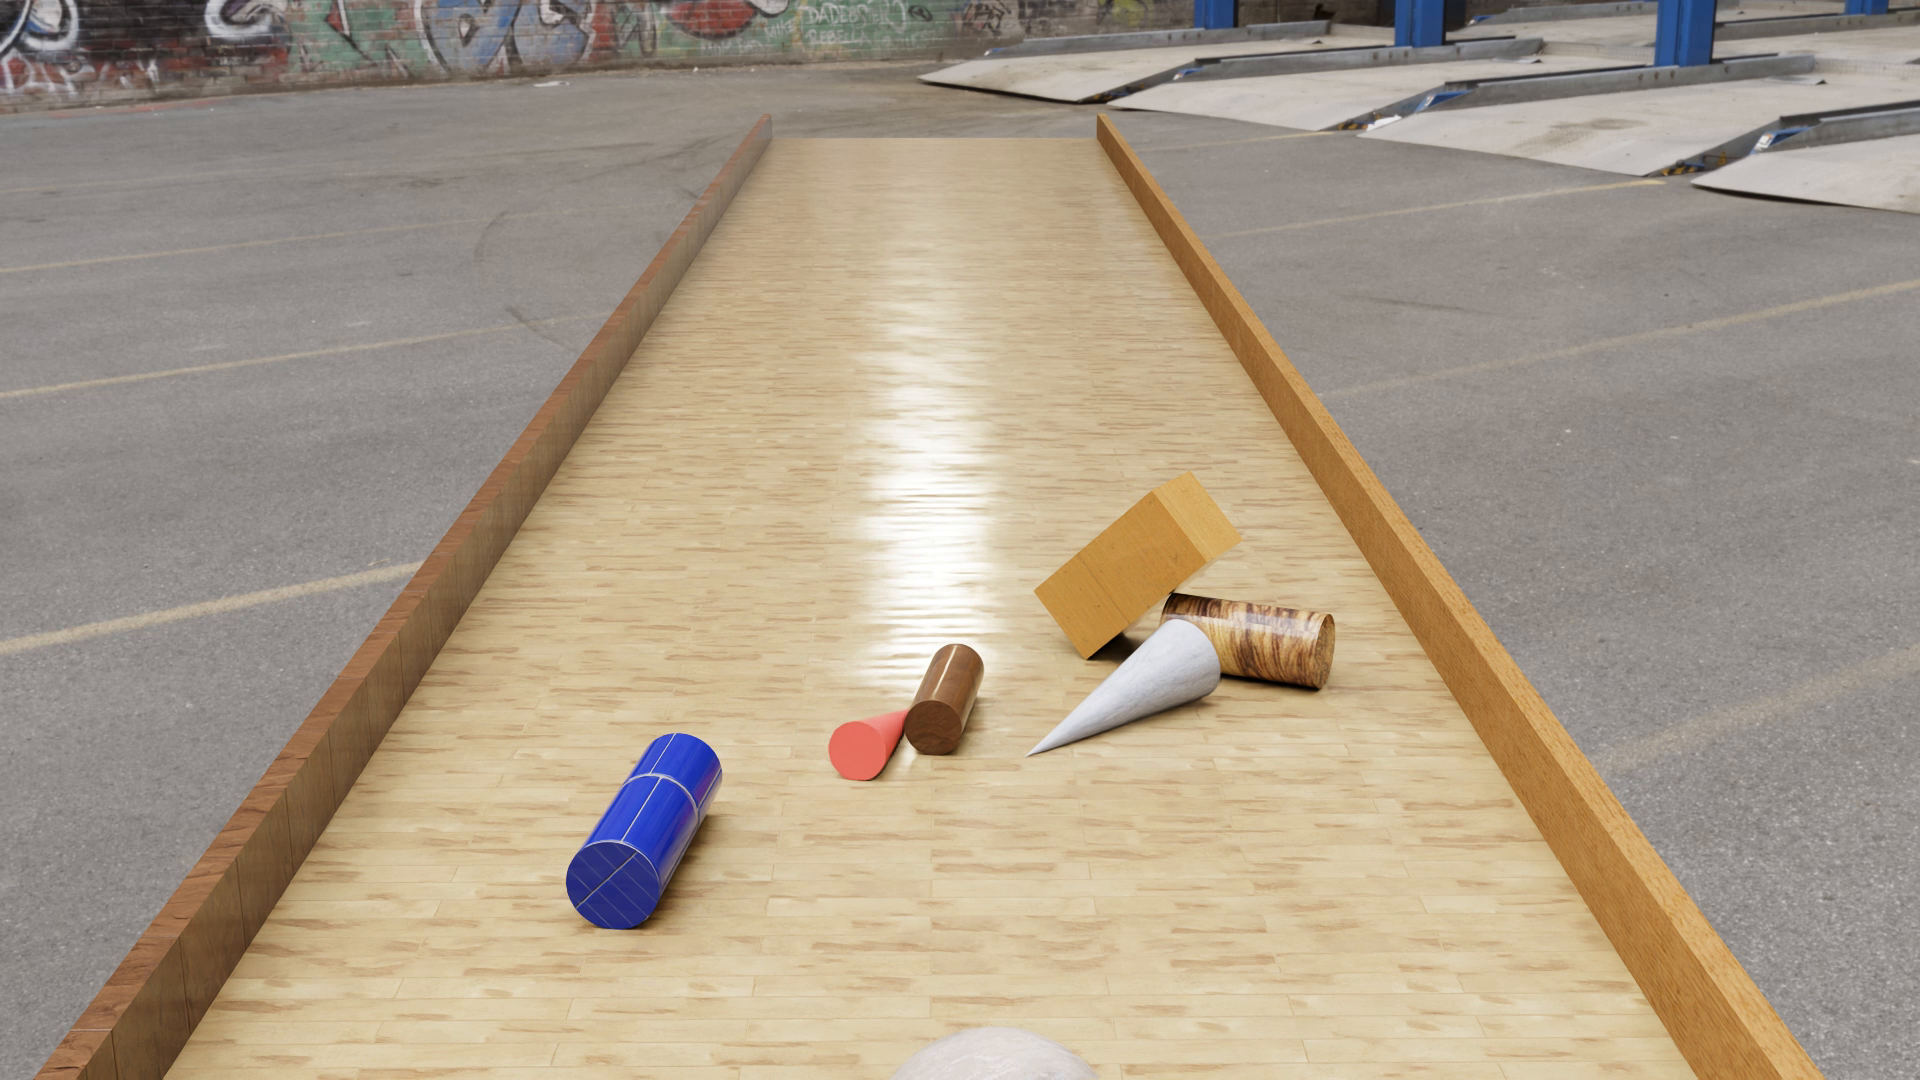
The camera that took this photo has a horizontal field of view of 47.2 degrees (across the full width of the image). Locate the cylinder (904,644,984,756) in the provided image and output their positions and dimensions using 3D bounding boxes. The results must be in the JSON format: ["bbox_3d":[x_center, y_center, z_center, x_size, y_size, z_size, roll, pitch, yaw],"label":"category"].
[{"bbox_3d":[-0.027,0.291,4.063,0.105,0.105,0.310,2,17,8],"label":"cylinder"}]

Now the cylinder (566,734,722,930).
[{"bbox_3d":[-0.490,0.450,3.463,0.142,0.142,0.436,2,17,6],"label":"cylinder"}]

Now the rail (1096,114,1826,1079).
[{"bbox_3d":[0.932,-0.844,7.801,0.050,0.150,12.000,0,17,-1],"label":"rail"}]

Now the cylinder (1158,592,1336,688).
[{"bbox_3d":[0.562,0.196,4.313,0.316,0.146,0.146,8,18,24],"label":"cylinder"}]

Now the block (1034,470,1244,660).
[{"bbox_3d":[0.355,0.051,4.400,0.357,0.175,0.175,-42,-9,33],"label":"block"}]

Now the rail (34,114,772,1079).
[{"bbox_3d":[-1.118,-0.838,7.780,0.050,0.150,12.000,0,17,-1],"label":"rail"}]

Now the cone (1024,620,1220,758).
[{"bbox_3d":[0.273,0.307,4.056,0.452,0.161,0.161,-27,30,-37],"label":"cone"}]

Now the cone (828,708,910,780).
[{"bbox_3d":[-0.130,0.341,3.990,0.106,0.106,0.371,4,9,15],"label":"cone"}]

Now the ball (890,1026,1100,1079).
[{"bbox_3d":[0.038,0.684,2.408,0.296,0.296,0.296,0,17,0],"label":"ball"}]
